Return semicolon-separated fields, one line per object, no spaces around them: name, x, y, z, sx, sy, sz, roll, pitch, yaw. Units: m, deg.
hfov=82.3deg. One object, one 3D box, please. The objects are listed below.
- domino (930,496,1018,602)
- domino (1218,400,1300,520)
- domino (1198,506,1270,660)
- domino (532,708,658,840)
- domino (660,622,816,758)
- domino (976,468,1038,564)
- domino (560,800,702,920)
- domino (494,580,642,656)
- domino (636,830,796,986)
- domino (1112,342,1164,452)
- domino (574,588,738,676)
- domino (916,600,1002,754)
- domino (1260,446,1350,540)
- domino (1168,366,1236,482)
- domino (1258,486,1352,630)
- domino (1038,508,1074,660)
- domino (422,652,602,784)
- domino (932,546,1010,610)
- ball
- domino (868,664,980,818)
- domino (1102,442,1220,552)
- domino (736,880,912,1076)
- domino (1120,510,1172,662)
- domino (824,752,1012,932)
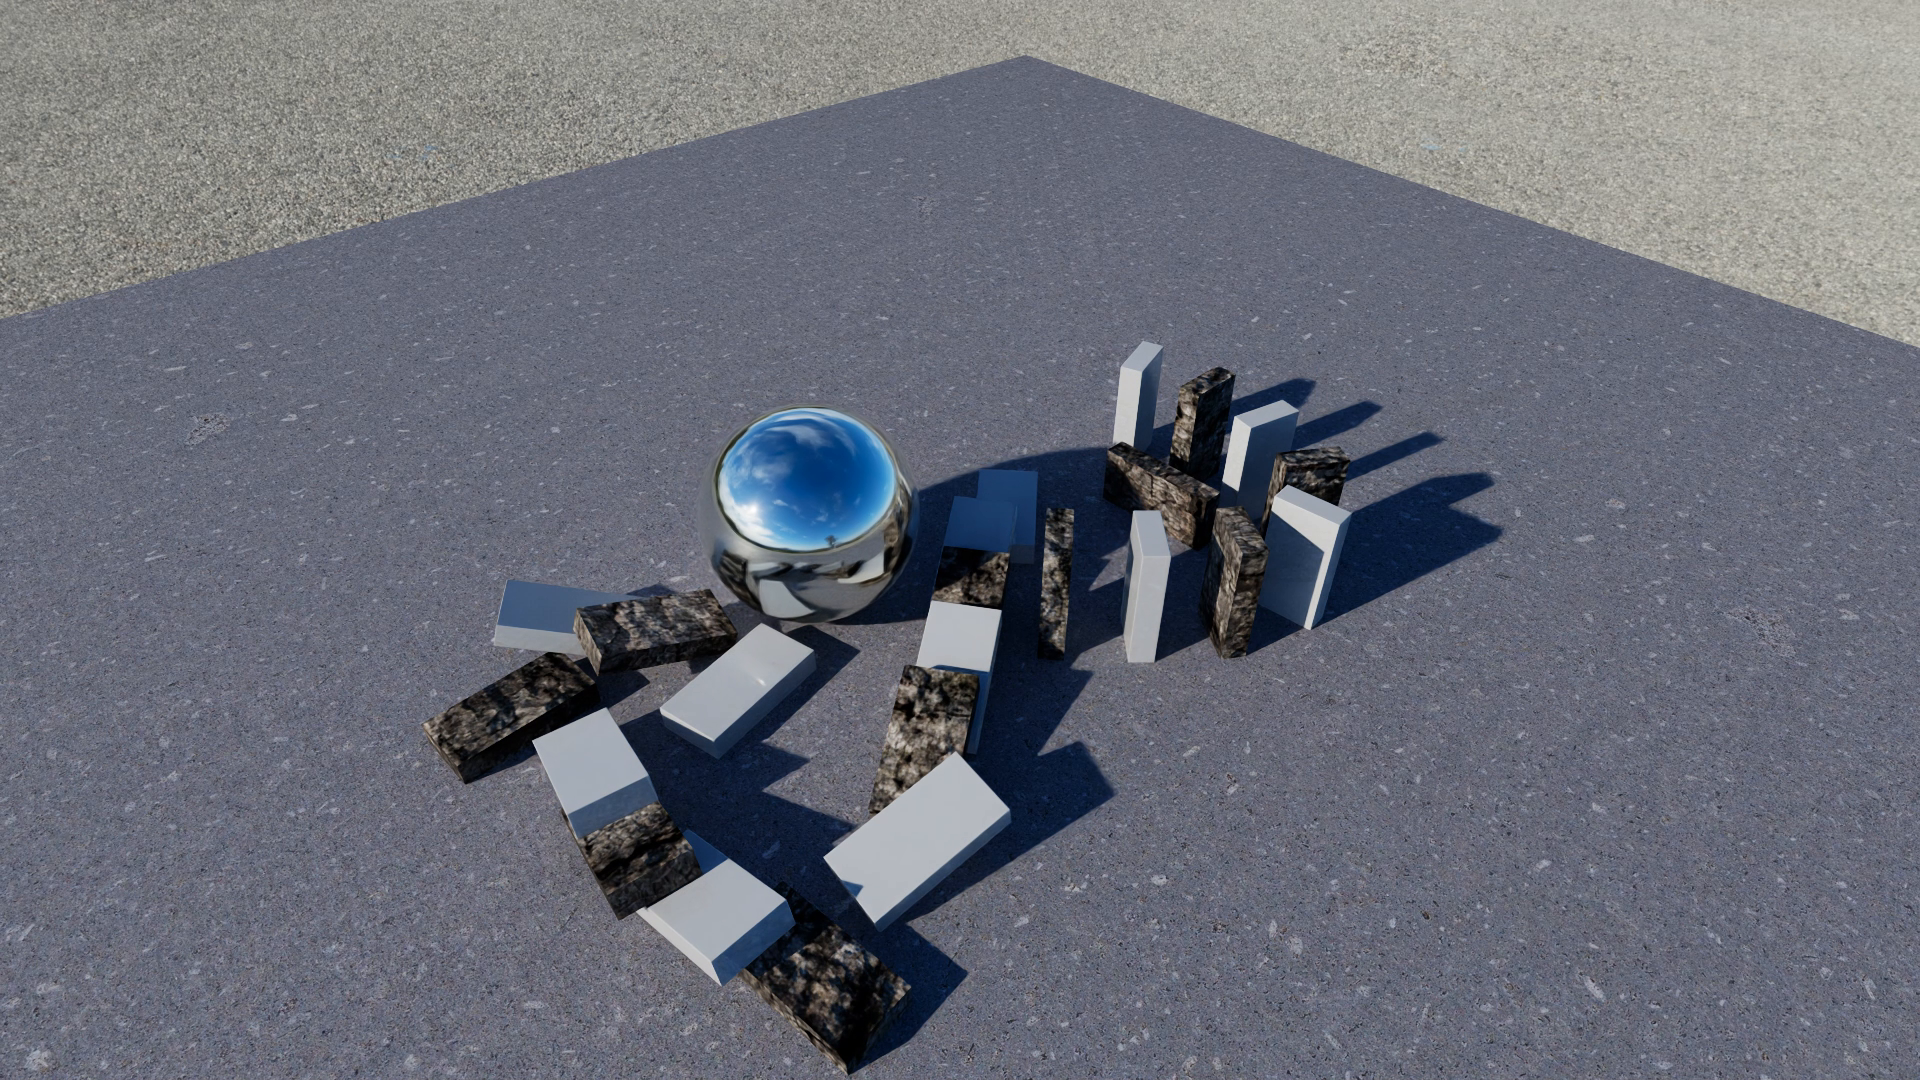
domino;0.006;0.007;0.425;0.025;0.010;0.050;7;56;8
domino;0.121;-0.030;0.449;0.025;0.050;0.009;-20;43;-22
domino;0.097;0.016;0.392;0.009;0.050;0.025;-6;40;-8
domino;-0.115;0.072;0.344;0.025;0.009;0.050;-24;28;-24
domino;-0.076;0.051;0.381;0.025;0.009;0.050;23;45;26
domino;0.019;-0.010;0.456;0.025;0.010;0.050;3;39;4
domino;-0.098;0.088;0.324;0.025;0.009;0.050;-25;28;-26
domino;-0.138;0.029;0.395;0.050;0.009;0.025;9;34;-19
domino;-0.072;0.102;0.309;0.050;0.010;0.025;16;39;43
domino;0.078;-0.059;0.483;0.010;0.050;0.025;20;43;22
domino;-0.108;0.032;0.390;0.050;0.009;0.025;-8;42;-38
domino;-0.002;0.046;0.375;0.025;0.010;0.050;8;58;9
domino;0.132;-0.012;0.426;0.025;0.050;0.009;-6;40;-8
domino;0.102;-0.046;0.468;0.025;0.050;0.009;-30;48;-32
domino;0.124;0.007;0.403;0.025;0.050;0.009;29;48;31
domino;0.034;0.016;0.392;0.009;0.050;0.025;4;39;4
domino;-0.151;0.058;0.372;0.025;0.010;0.050;31;49;32
domino;0.002;0.027;0.399;0.025;0.009;0.050;7;57;8
ball;-0.055;-0.010;0.400;0.080;0.080;0.080;0;39;0
domino;-0.011;0.066;0.352;0.025;0.010;0.050;8;57;9
domino;0.082;-0.019;0.454;0.009;0.025;0.050;-32;49;-33
domino;-0.040;0.118;0.299;0.050;0.010;0.025;28;47;30
domino;0.065;0.017;0.391;0.009;0.050;0.025;0;39;0
domino;-0.012;0.088;0.324;0.050;0.010;0.025;-36;58;-19
